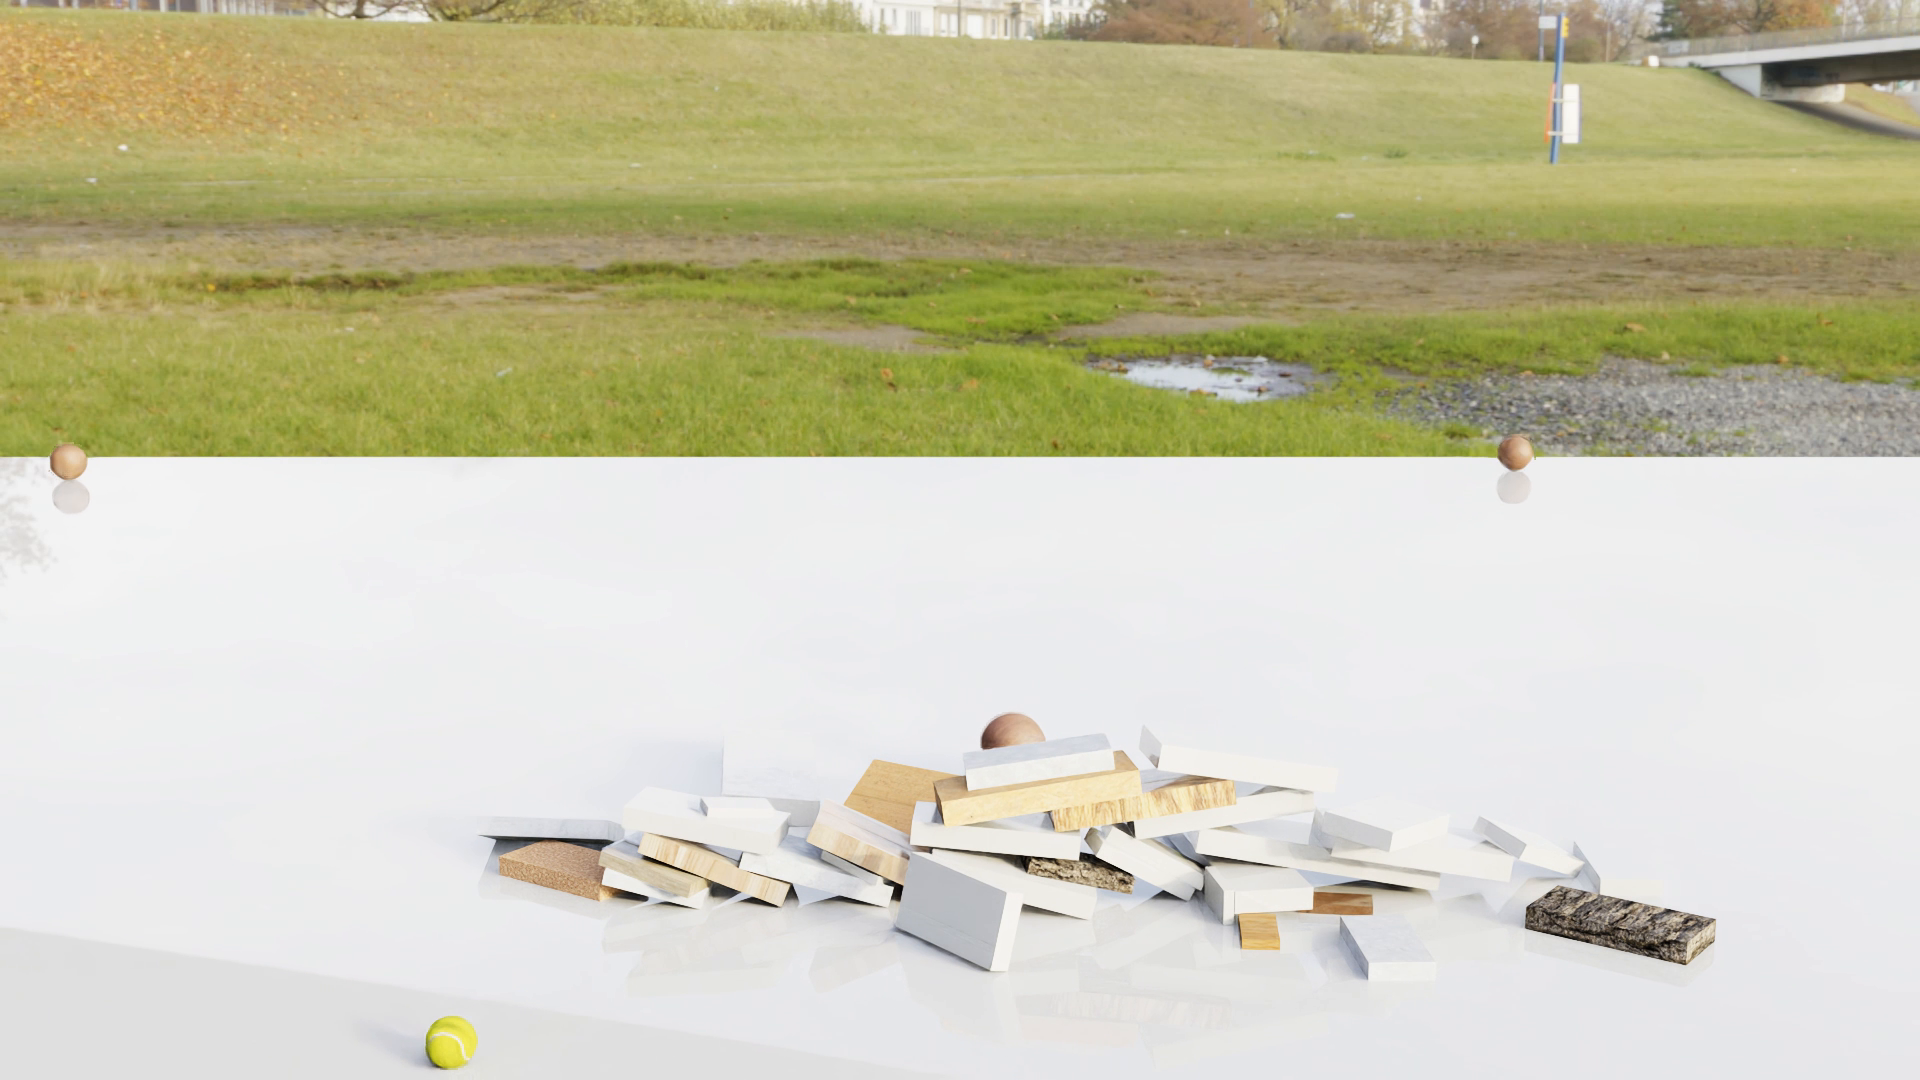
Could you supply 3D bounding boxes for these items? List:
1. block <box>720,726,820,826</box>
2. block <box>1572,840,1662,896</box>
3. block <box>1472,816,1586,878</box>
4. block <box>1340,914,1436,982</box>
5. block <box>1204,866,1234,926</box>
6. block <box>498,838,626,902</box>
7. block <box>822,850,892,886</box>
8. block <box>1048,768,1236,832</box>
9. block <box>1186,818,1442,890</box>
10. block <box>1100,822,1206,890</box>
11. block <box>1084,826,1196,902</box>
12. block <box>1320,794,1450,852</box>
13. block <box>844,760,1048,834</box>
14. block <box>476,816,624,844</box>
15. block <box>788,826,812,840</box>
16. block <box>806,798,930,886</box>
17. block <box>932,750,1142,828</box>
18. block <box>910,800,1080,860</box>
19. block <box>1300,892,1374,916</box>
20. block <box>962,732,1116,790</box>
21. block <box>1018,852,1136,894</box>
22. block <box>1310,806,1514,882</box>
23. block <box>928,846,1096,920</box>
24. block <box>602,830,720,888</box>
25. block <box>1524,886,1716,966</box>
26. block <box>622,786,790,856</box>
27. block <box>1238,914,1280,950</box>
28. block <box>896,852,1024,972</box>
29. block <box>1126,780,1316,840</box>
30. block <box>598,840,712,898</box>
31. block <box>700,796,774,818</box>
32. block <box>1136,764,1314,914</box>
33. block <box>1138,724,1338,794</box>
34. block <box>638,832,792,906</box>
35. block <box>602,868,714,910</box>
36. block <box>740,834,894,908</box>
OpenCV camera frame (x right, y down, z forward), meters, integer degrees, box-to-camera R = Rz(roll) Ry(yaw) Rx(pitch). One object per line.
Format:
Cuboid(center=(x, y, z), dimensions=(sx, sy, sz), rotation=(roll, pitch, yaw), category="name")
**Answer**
Cuboid(center=(-0.367, 0.448, 4.214), dimensions=(0.176, 0.050, 0.502), rotation=(5, 9, -7), category="block")
Cuboid(center=(1.121, 0.559, 3.756), dimensions=(0.101, 0.029, 0.203), rotation=(1, 11, 3), category="block")
Cuboid(center=(0.960, 0.518, 3.709), dimensions=(0.206, 0.029, 0.101), rotation=(21, 8, -45), category="block")
Cuboid(center=(0.657, 0.627, 3.390), dimensions=(0.101, 0.029, 0.203), rotation=(0, 11, -2), category="block")
Cuboid(center=(0.421, 0.578, 3.572), dimensions=(0.017, 0.059, 0.118), rotation=(-2, 11, -8), category="block")
Cuboid(center=(-0.658, 0.560, 3.741), dimensions=(0.234, 0.033, 0.117), rotation=(7, 13, 34), category="block")
Cuboid(center=(-0.168, 0.537, 3.629), dimensions=(0.113, 0.016, 0.056), rotation=(22, 12, 27), category="block")
Cuboid(center=(0.295, 0.421, 3.638), dimensions=(0.299, 0.042, 0.149), rotation=(-8, 8, -2), category="block")
Cuboid(center=(0.593, 0.518, 3.710), dimensions=(0.408, 0.043, 0.151), rotation=(9, 8, -2), category="block")
Cuboid(center=(0.323, 0.521, 3.669), dimensions=(0.180, 0.026, 0.090), rotation=(28, 5, -4), category="block")
Cuboid(center=(0.298, 0.537, 3.652), dimensions=(0.180, 0.025, 0.090), rotation=(28, 5, -14), category="block")
Cuboid(center=(0.703, 0.465, 3.622), dimensions=(0.121, 0.034, 0.241), rotation=(15, 9, 33), category="block")
Cuboid(center=(-0.036, 0.489, 3.830), dimensions=(0.353, 0.050, 0.176), rotation=(7, 43, 29), category="block")
Cuboid(center=(-0.721, 0.512, 3.881), dimensions=(0.234, 0.033, 0.117), rotation=(1, -12, 6), category="block")
Cuboid(center=(-0.296, 0.531, 3.943), dimensions=(0.113, 0.016, 0.056), rotation=(0, 11, 0), category="block")
Cuboid(center=(-0.113, 0.519, 3.643), dimensions=(0.274, 0.039, 0.137), rotation=(24, 10, 0), category="block")
Cuboid(center=(0.125, 0.407, 3.608), dimensions=(0.323, 0.042, 0.149), rotation=(-9, 8, -5), category="block")
Cuboid(center=(0.059, 0.477, 3.619), dimensions=(0.274, 0.039, 0.137), rotation=(5, 7, 1), category="block")
Cuboid(center=(0.615, 0.595, 3.597), dimensions=(0.118, 0.017, 0.059), rotation=(2, 11, 8), category="block")
Cuboid(center=(0.128, 0.364, 3.627), dimensions=(0.241, 0.034, 0.121), rotation=(-8, 8, -1), category="block")
Cuboid(center=(0.191, 0.539, 3.623), dimensions=(0.180, 0.026, 0.090), rotation=(13, 11, -11), category="block")
Cuboid(center=(0.752, 0.507, 3.668), dimensions=(0.302, 0.043, 0.151), rotation=(9, 8, -5), category="block")
Cuboid(center=(0.084, 0.548, 3.604), dimensions=(0.274, 0.039, 0.137), rotation=(15, 10, -2), category="block")
Cuboid(center=(-0.487, 0.549, 3.799), dimensions=(0.234, 0.033, 0.117), rotation=(5, 12, 27), category="block")
Cuboid(center=(1.043, 0.607, 3.477), dimensions=(0.259, 0.037, 0.130), rotation=(8, 13, 37), category="block")
Cuboid(center=(-0.419, 0.464, 3.641), dimensions=(0.252, 0.036, 0.126), rotation=(10, 11, 8), category="block")
Cuboid(center=(0.472, 0.618, 3.473), dimensions=(0.059, 0.017, 0.118), rotation=(1, 11, 4), category="block")
Cuboid(center=(-0.003, 0.574, 3.411), dimensions=(0.034, 0.121, 0.241), rotation=(11, 1, -39), category="block")
Cuboid(center=(0.429, 0.439, 3.688), dimensions=(0.301, 0.043, 0.151), rotation=(-9, 8, -4), category="block")
Cuboid(center=(-0.500, 0.541, 3.625), dimensions=(0.168, 0.024, 0.084), rotation=(17, 12, 18), category="block")
Cuboid(center=(-0.370, 0.444, 3.645), dimensions=(0.112, 0.016, 0.056), rotation=(4, 11, -21), category="block")
Cuboid(center=(0.442, 0.517, 3.910), dimensions=(0.130, 0.037, 0.781), rotation=(-2, 9, -9), category="block")
Cuboid(center=(0.459, 0.361, 3.637), dimensions=(0.299, 0.042, 0.149), rotation=(8, 7, -9), category="block")
Cuboid(center=(-0.399, 0.529, 3.656), dimensions=(0.252, 0.036, 0.126), rotation=(21, 10, 0), category="block")
Cuboid(center=(-0.499, 0.565, 3.635), dimensions=(0.168, 0.024, 0.084), rotation=(14, 11, 2), category="block")
Cuboid(center=(-0.235, 0.541, 3.655), dimensions=(0.252, 0.036, 0.126), rotation=(15, 10, -3), category="block")
